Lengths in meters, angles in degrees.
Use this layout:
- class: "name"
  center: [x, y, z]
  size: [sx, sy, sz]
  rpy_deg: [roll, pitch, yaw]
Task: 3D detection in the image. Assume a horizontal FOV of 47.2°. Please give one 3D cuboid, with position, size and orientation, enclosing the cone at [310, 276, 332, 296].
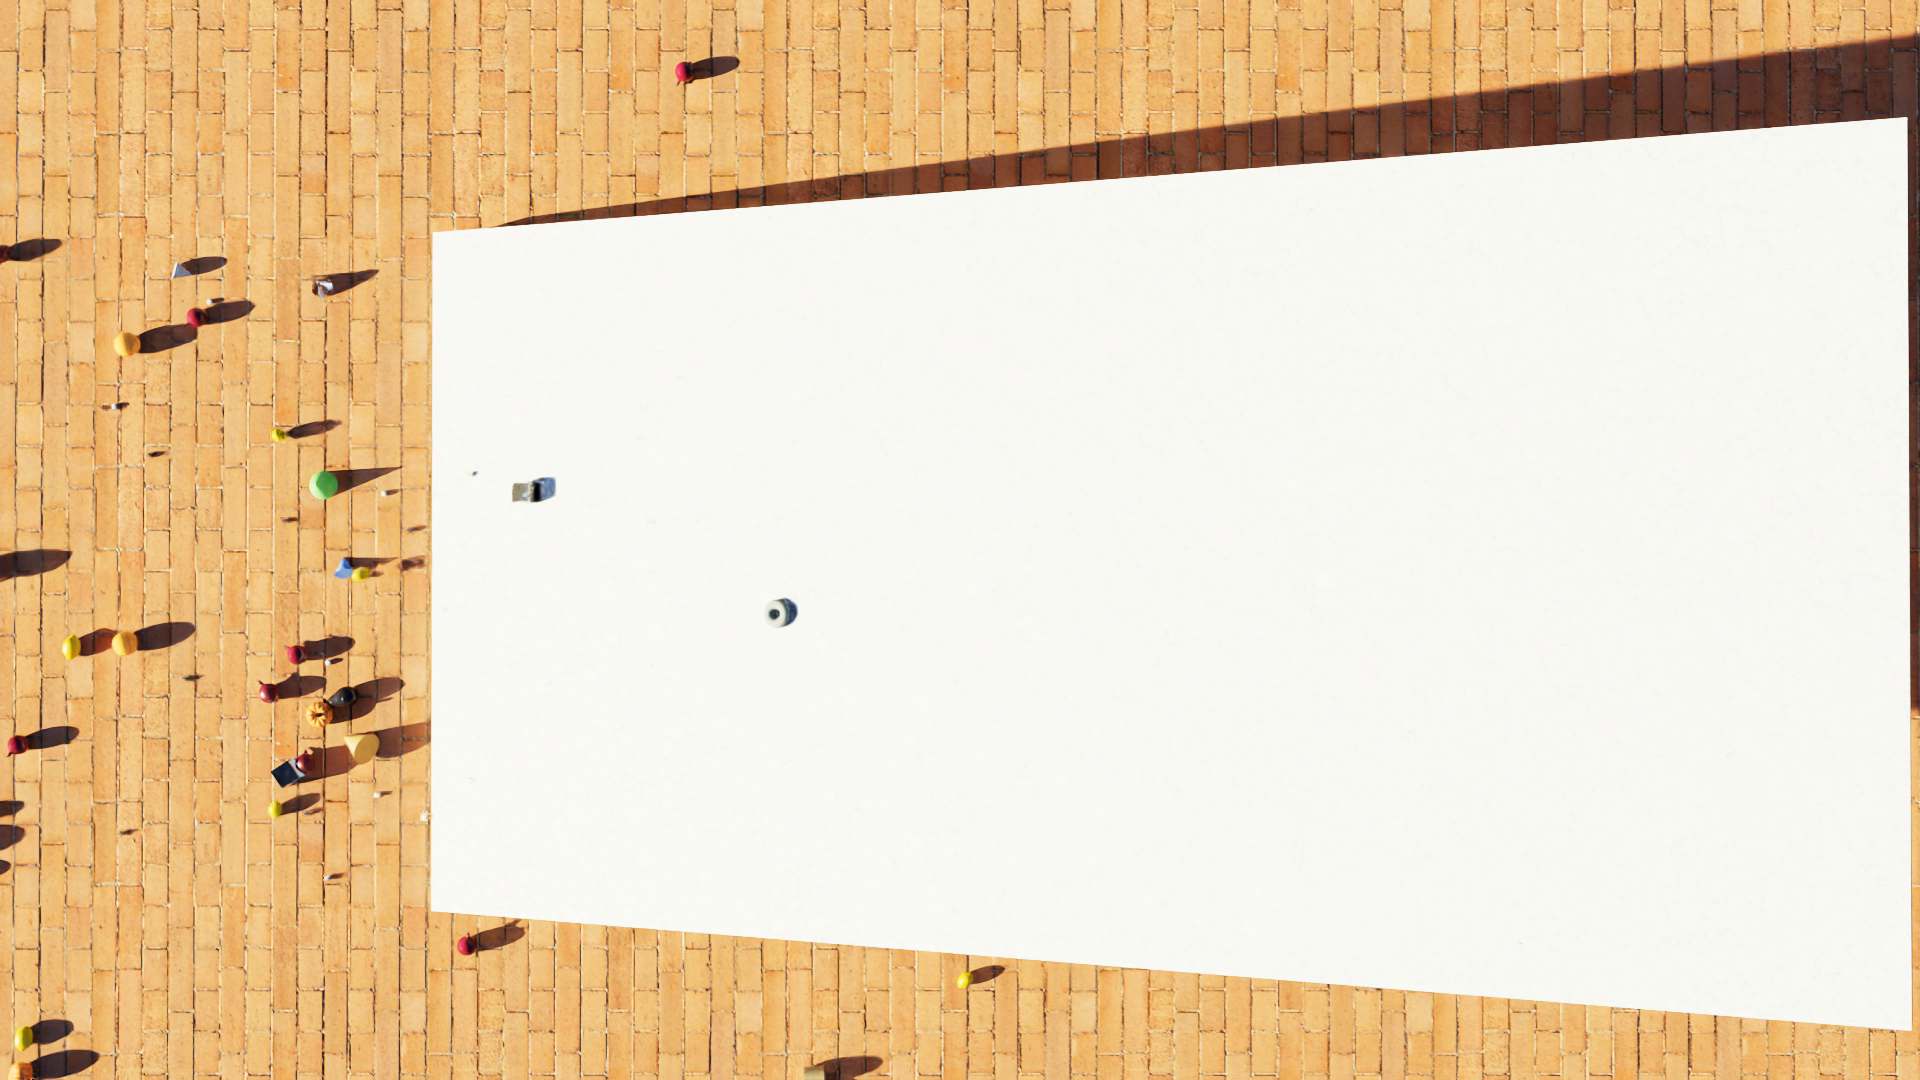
- class: "cone"
  center: [-1.924, -0.772, 6.570]
  size: [0.067, 0.067, 0.067]
  rpy_deg: [35, 89, 31]

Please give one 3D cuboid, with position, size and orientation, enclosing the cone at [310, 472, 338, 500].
- class: "cone"
  center: [-1.904, -0.164, 6.535]
  size: [0.085, 0.085, 0.085]
  rpy_deg: [0, 89, 0]

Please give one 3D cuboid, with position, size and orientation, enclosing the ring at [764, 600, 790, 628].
- class: "ring"
  center: [-0.498, 0.201, 5.983]
  size: [0.079, 0.026, 0.079]
  rpy_deg: [-1, 88, 26]

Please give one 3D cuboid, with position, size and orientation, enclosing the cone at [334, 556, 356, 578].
- class: "cone"
  center: [-1.838, 0.075, 6.562]
  size: [0.060, 0.060, 0.060]
  rpy_deg: [-16, 63, 0]

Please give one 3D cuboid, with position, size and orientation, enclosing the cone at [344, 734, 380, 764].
- class: "cone"
  center: [-1.801, 0.604, 6.547]
  size: [0.099, 0.099, 0.099]
  rpy_deg: [22, 89, 27]

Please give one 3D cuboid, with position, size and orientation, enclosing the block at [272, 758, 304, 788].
- class: "block"
  center: [-1.999, 0.694, 6.538]
  size: [0.061, 0.061, 0.061]
  rpy_deg: [-33, 89, 0]

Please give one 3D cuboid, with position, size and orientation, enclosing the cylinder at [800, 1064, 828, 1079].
- class: "cylinder"
  center: [-0.432, 1.594, 6.527]
  size: [0.060, 0.060, 0.060]
  rpy_deg: [-19, 89, -23]

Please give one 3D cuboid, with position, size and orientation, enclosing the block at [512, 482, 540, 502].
- class: "block"
  center: [-1.245, -0.136, 6.314]
  size: [0.055, 0.055, 0.055]
  rpy_deg: [0, 89, 25]

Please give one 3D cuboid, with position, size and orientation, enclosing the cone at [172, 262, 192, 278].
- class: "cone"
  center: [-2.321, -0.799, 6.573]
  size: [0.054, 0.054, 0.054]
  rpy_deg: [15, 89, -26]

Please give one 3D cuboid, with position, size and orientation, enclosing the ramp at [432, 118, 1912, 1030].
- class: "ramp"
  center: [0.282, 0.082, 5.695]
  size: [4.000, 0.100, 2.000]
  rpy_deg: [0, 89, 25]
